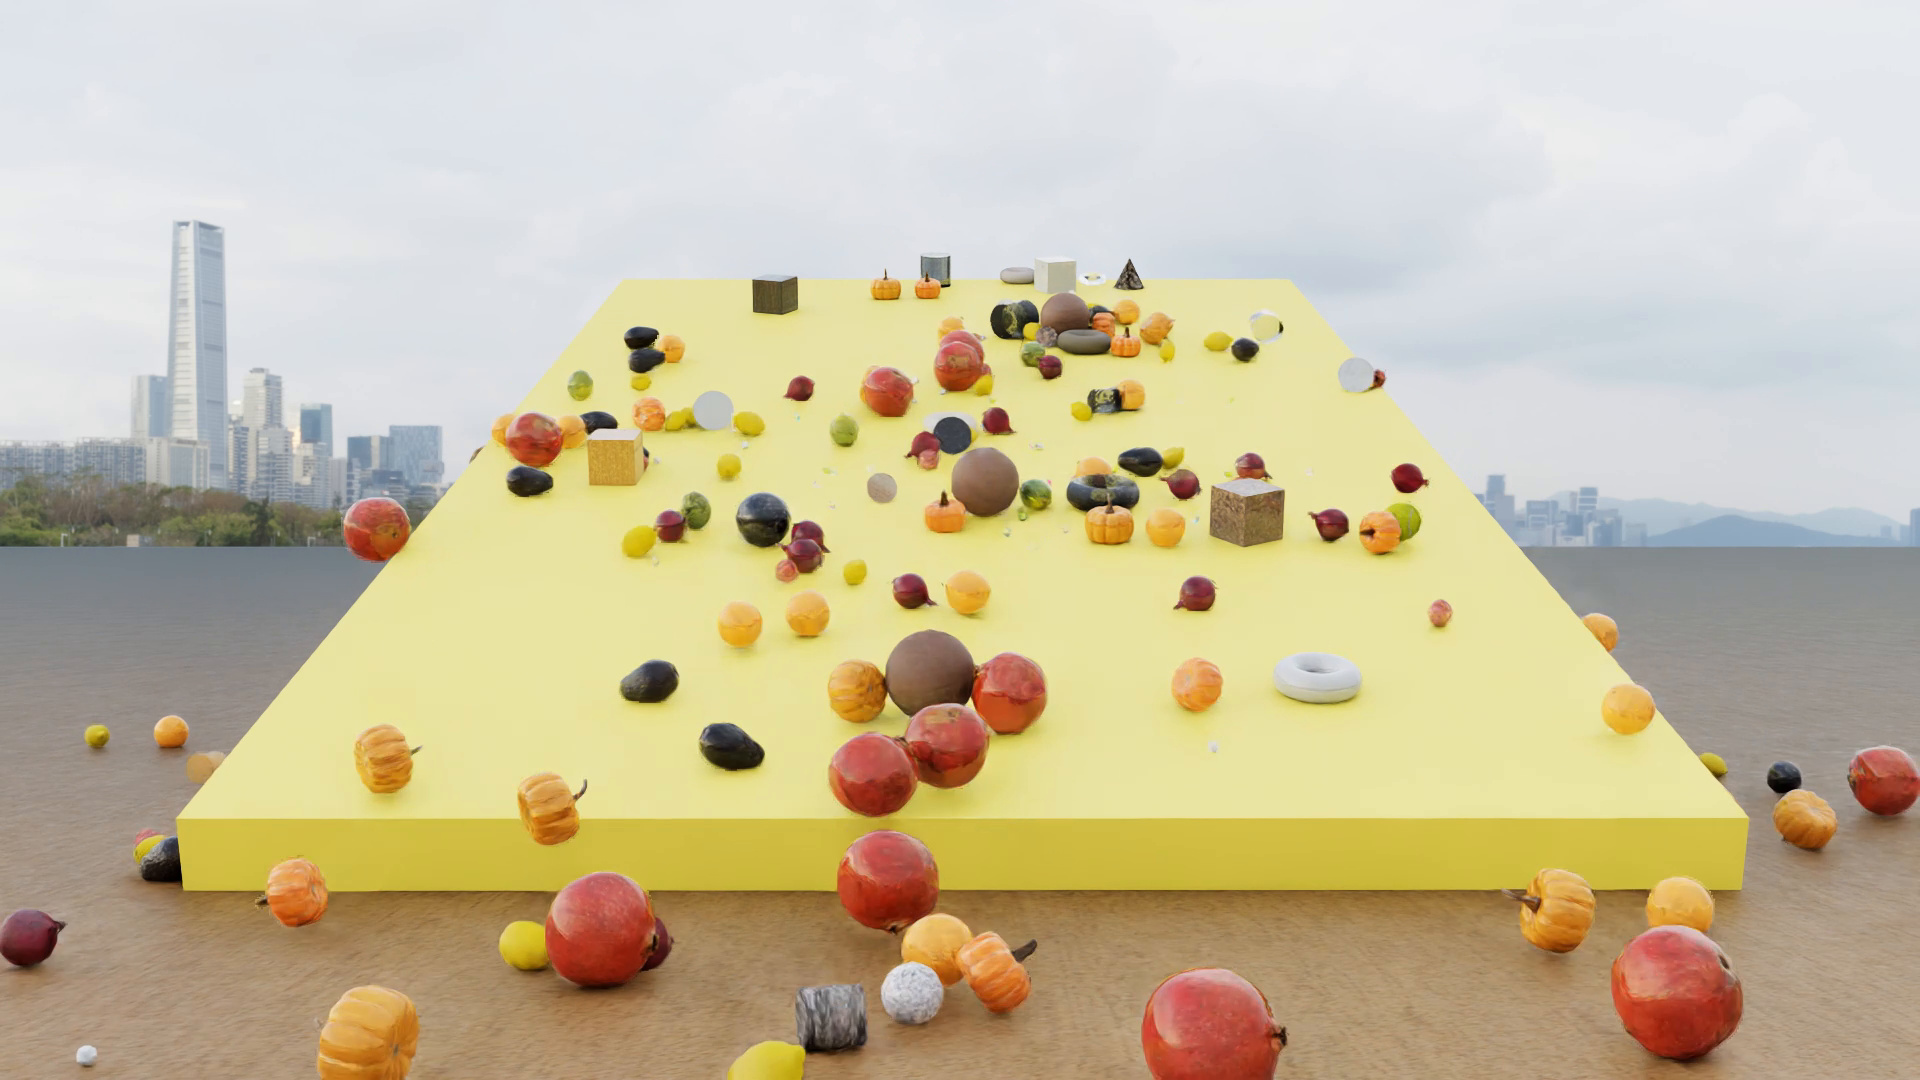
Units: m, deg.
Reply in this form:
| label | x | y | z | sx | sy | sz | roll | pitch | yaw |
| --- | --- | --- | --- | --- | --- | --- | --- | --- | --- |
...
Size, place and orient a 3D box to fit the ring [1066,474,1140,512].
| label | x | y | z | sx | sy | sz | roll | pitch | yaw |
| --- | --- | --- | --- | --- | --- | --- | --- | --- | --- |
| ring | 0.273 | -0.089 | 4.225 | 0.143 | 0.048 | 0.143 | 1 | 18 | 0 |

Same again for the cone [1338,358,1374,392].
| label | x | y | z | sx | sy | sz | roll | pitch | yaw |
| --- | --- | --- | --- | --- | --- | --- | --- | --- | --- |
| cone | 0.931 | -0.379 | 5.222 | 0.085 | 0.085 | 0.085 | 0 | -10 | 7 |

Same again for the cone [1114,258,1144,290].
| label | x | y | z | sx | sy | sz | roll | pitch | yaw |
| --- | --- | --- | --- | --- | --- | --- | --- | --- | --- |
| cone | 0.497 | -0.786 | 6.502 | 0.090 | 0.090 | 0.090 | 0 | 17 | 0 |

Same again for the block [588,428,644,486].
| label | x | y | z | sx | sy | sz | roll | pitch | yaw |
| --- | --- | --- | --- | --- | --- | --- | --- | --- | --- |
| block | -0.683 | -0.165 | 4.400 | 0.092 | 0.092 | 0.092 | 1 | 17 | 2 |

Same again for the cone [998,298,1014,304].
| label | x | y | z | sx | sy | sz | roll | pitch | yaw |
| --- | --- | --- | --- | --- | --- | --- | --- | --- | --- |
| cone | 0.136 | -0.627 | 6.078 | 0.057 | 0.057 | 0.057 | 0 | -12 | 21 |

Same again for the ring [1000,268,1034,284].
| label | x | y | z | sx | sy | sz | roll | pitch | yaw |
| --- | --- | --- | --- | --- | --- | --- | --- | --- | --- |
| ring | 0.175 | -0.788 | 6.602 | 0.112 | 0.037 | 0.112 | 0 | 18 | 0 |

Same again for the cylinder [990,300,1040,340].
| label | x | y | z | sx | sy | sz | roll | pitch | yaw |
| --- | --- | --- | --- | --- | --- | --- | --- | --- | --- |
| cylinder | 0.144 | -0.578 | 5.796 | 0.091 | 0.091 | 0.091 | 0 | 12 | 43 |

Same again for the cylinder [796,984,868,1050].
| label | x | y | z | sx | sy | sz | roll | pitch | yaw |
| --- | --- | --- | --- | --- | --- | --- | --- | --- | --- |
| cylinder | -0.114 | 0.422 | 1.958 | 0.054 | 0.054 | 0.054 | -1 | 0 | -15 |

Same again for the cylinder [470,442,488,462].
| label | x | y | z | sx | sy | sz | roll | pitch | yaw |
| --- | --- | --- | --- | --- | --- | --- | --- | --- | --- |
| cylinder | -1.151 | -0.193 | 5.417 | 0.085 | 0.085 | 0.085 | 0 | 10 | -6 |

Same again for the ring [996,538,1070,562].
| label | x | y | z | sx | sy | sz | roll | pitch | yaw |
| --- | --- | --- | --- | --- | --- | --- | --- | --- | --- |
| ring | 0.129 | 0.021 | 3.938 | 0.131 | 0.044 | 0.131 | 0 | 2 | 0 |

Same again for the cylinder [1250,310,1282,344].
| label | x | y | z | sx | sy | sz | roll | pitch | yaw |
| --- | --- | --- | --- | --- | --- | --- | --- | --- | --- |
| cylinder | 0.793 | -0.554 | 5.747 | 0.077 | 0.077 | 0.077 | 0 | 17 | 0 |

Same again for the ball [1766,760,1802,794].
| label | x | y | z | sx | sy | sz | roll | pitch | yaw |
| --- | --- | --- | --- | --- | --- | --- | --- | --- | --- |
| ball | 1.457 | 0.420 | 3.915 | 0.060 | 0.060 | 0.060 | 0 | 0 | 0 |

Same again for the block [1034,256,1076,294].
| label | x | y | z | sx | sy | sz | roll | pitch | yaw |
| --- | --- | --- | --- | --- | --- | --- | --- | --- | --- |
| block | 0.278 | -0.772 | 6.453 | 0.092 | 0.092 | 0.092 | -7 | 18 | -22 |

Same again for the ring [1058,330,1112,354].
| label | x | y | z | sx | sy | sz | roll | pitch | yaw |
| --- | --- | --- | --- | --- | --- | --- | --- | --- | --- |
| ring | 0.316 | -0.503 | 5.626 | 0.139 | 0.046 | 0.139 | 1 | 16 | 0 |

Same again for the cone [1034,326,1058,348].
| label | x | y | z | sx | sy | sz | roll | pitch | yaw |
| --- | --- | --- | --- | --- | --- | --- | --- | --- | --- |
| cone | 0.225 | -0.514 | 5.696 | 0.058 | 0.058 | 0.058 | 0 | -10 | 10 |

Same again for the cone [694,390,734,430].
| label | x | y | z | sx | sy | sz | roll | pitch | yaw |
| --- | --- | --- | --- | --- | --- | --- | --- | --- | --- |
| cone | -0.542 | -0.273 | 4.858 | 0.090 | 0.090 | 0.090 | 0 | -10 | -9 |

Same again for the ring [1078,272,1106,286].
| label | x | y | z | sx | sy | sz | roll | pitch | yaw |
| --- | --- | --- | --- | --- | --- | --- | --- | --- | --- |
| ring | 0.393 | -0.775 | 6.577 | 0.083 | 0.028 | 0.083 | 0 | 18 | 0 |

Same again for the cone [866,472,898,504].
| label | x | y | z | sx | sy | sz | roll | pitch | yaw |
| --- | --- | --- | --- | --- | --- | --- | --- | --- | --- |
| cone | -0.159 | -0.094 | 4.277 | 0.061 | 0.061 | 0.061 | 0 | -11 | -18 |

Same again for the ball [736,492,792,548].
| label | x | y | z | sx | sy | sz | roll | pitch | yaw |
| --- | --- | --- | --- | --- | --- | --- | --- | --- | --- |
| ball | -0.351 | -0.037 | 3.956 | 0.099 | 0.099 | 0.099 | 0 | 0 | 0 |

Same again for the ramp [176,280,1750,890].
| label | x | y | z | sx | sy | sz | roll | pitch | yaw |
| --- | --- | --- | --- | --- | --- | --- | --- | --- | --- |
| ramp | -0.002 | -0.167 | 4.746 | 2.000 | 0.100 | 4.000 | 0 | 17 | 0 |

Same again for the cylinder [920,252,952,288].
| label | x | y | z | sx | sy | sz | roll | pitch | yaw |
| --- | --- | --- | --- | --- | --- | --- | --- | --- | --- |
| cylinder | -0.072 | -0.796 | 6.531 | 0.091 | 0.091 | 0.091 | 0 | 17 | 0 |

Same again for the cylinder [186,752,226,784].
| label | x | y | z | sx | sy | sz | roll | pitch | yaw |
| --- | --- | --- | --- | --- | --- | --- | --- | --- | --- |
| cylinder | -1.396 | 0.422 | 4.105 | 0.055 | 0.055 | 0.055 | 0 | 0 | 14 |

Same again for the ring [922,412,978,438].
| label | x | y | z | sx | sy | sz | roll | pitch | yaw |
| --- | --- | --- | --- | --- | --- | --- | --- | --- | --- |
| ring | -0.022 | -0.248 | 4.777 | 0.118 | 0.039 | 0.118 | 1 | 17 | 0 |

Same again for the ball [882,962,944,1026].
| label | x | y | z | sx | sy | sz | roll | pitch | yaw |
| --- | --- | --- | --- | --- | --- | --- | --- | --- | --- |
| ball | -0.044 | 0.421 | 2.056 | 0.057 | 0.057 | 0.057 | 0 | 0 | 0 |

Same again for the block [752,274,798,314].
| label | x | y | z | sx | sy | sz | roll | pitch | yaw |
| --- | --- | --- | --- | --- | --- | --- | --- | --- | --- |
| block | -0.512 | -0.681 | 6.140 | 0.093 | 0.093 | 0.093 | 7 | 18 | 23 |

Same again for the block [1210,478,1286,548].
| label | x | y | z | sx | sy | sz | roll | pitch | yaw |
| --- | --- | --- | --- | --- | --- | --- | --- | --- | --- |
| block | 0.520 | -0.050 | 4.014 | 0.094 | 0.094 | 0.094 | -11 | 20 | -33 |
